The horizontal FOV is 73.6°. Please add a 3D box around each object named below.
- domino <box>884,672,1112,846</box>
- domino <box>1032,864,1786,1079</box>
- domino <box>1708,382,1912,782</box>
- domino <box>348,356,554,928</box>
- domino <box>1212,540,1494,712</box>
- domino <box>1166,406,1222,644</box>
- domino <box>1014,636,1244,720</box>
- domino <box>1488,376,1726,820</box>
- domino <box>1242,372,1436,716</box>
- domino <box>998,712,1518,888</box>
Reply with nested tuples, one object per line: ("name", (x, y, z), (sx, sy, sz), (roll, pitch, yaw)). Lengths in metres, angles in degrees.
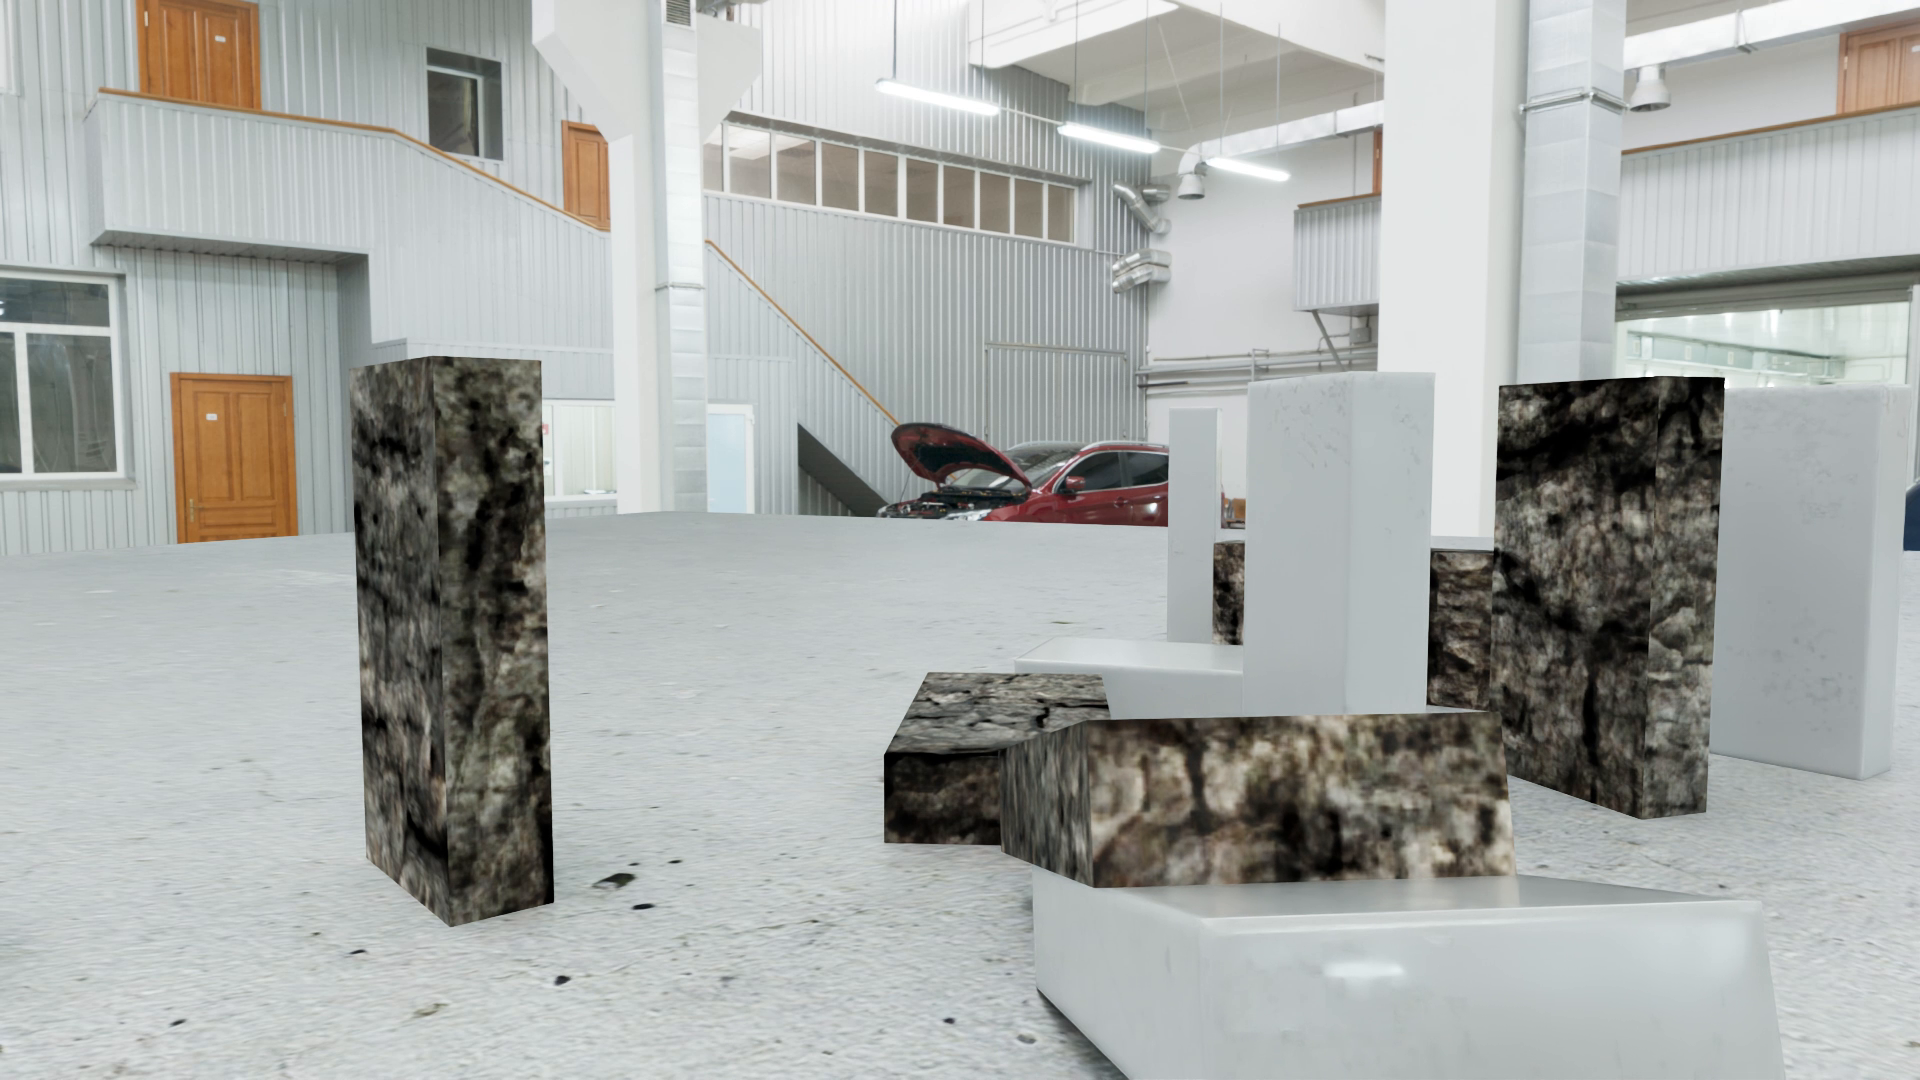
("domino", (0.006, 0.026, 0.161), (0.025, 0.010, 0.050), (0, 4, 4))
("domino", (0.020, 0.025, 0.078), (0.025, 0.010, 0.050), (0, -11, -5))
("domino", (0.110, 0.005, 0.173), (0.010, 0.050, 0.025), (-3, 5, -36))
("domino", (-0.049, 0.008, 0.124), (0.009, 0.050, 0.025), (-4, 6, -40))
("domino", (0.069, 0.014, 0.219), (0.050, 0.025, 0.009), (3, 5, 31))
("domino", (0.050, -0.003, 0.273), (0.009, 0.050, 0.025), (1, 4, 14))
("domino", (0.036, 0.023, 0.201), (0.050, 0.010, 0.025), (1, 5, 19))
("domino", (0.078, 0.006, 0.157), (0.010, 0.050, 0.025), (-1, 5, -18))
("domino", (0.043, 0.006, 0.148), (0.009, 0.050, 0.025), (-1, 4, -13))
("domino", (0.018, 0.020, 0.099), (0.025, 0.010, 0.050), (-1, -11, -4))
